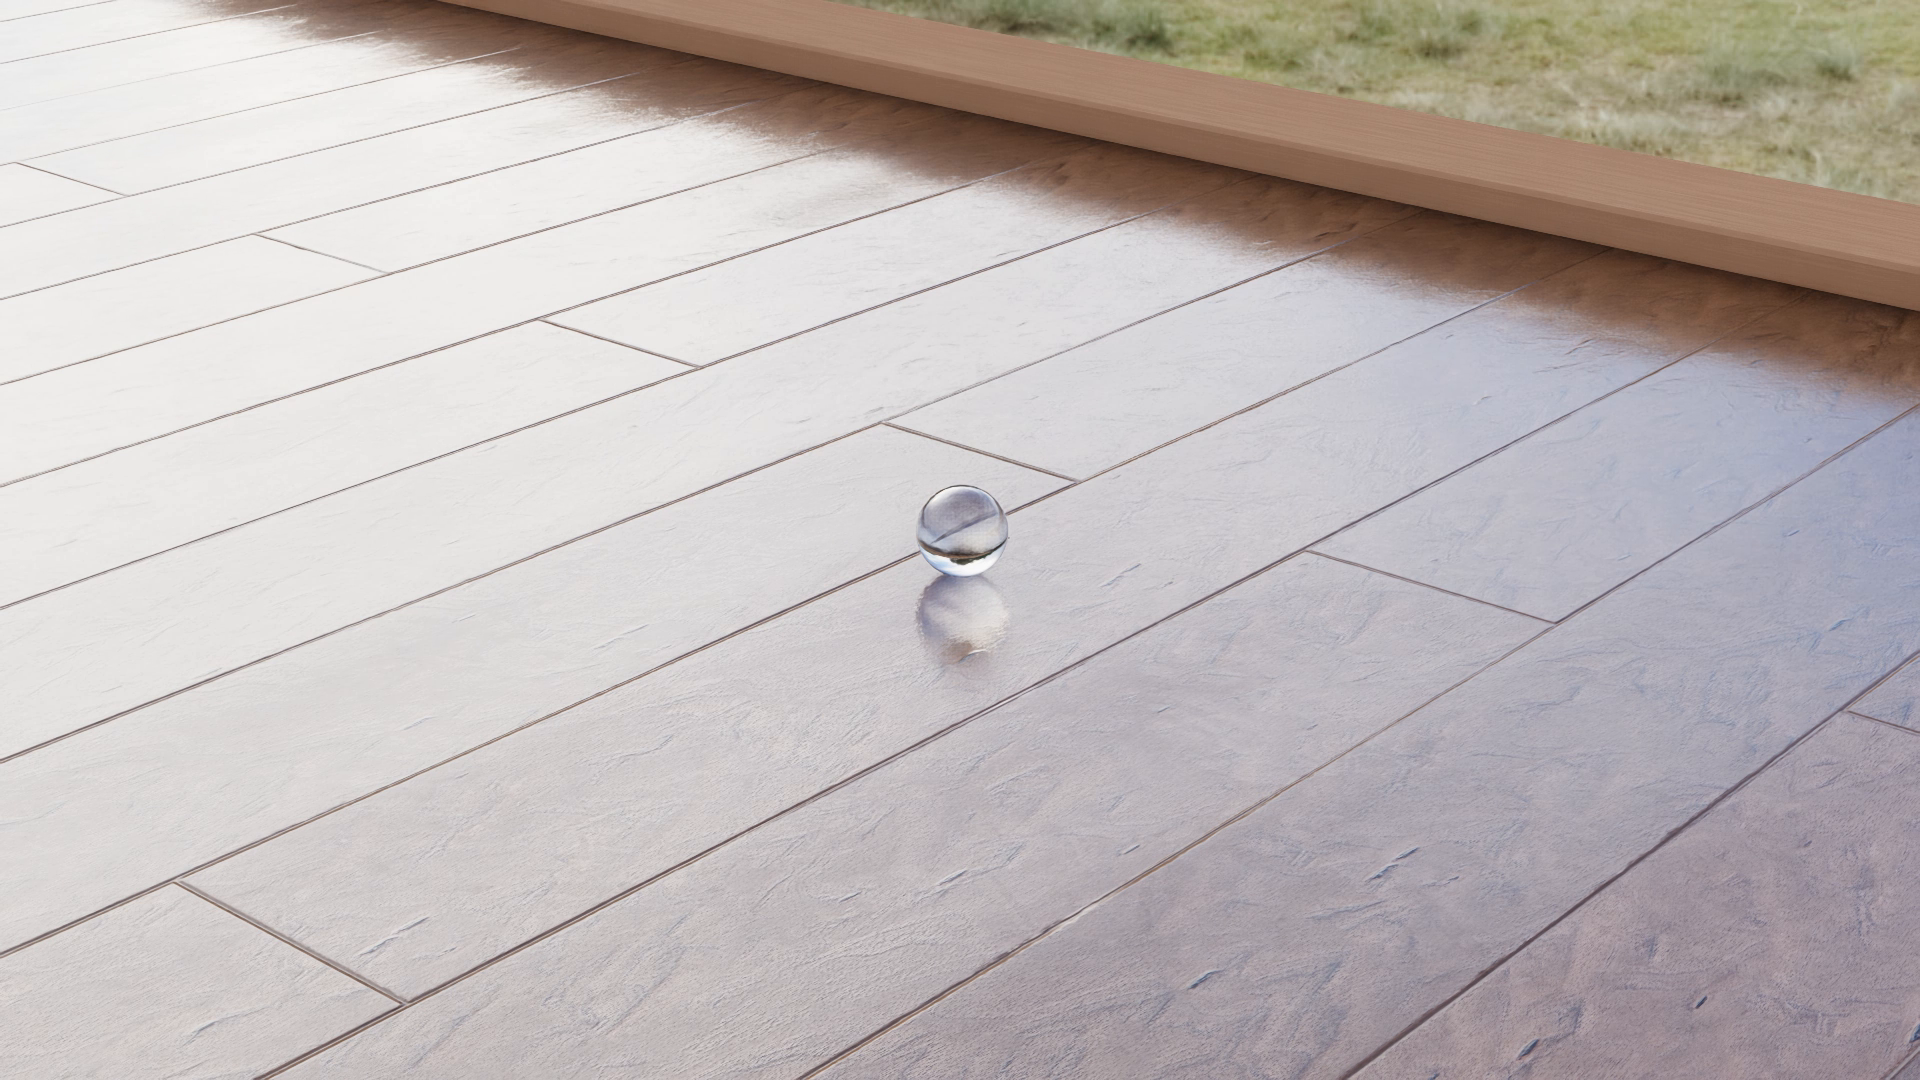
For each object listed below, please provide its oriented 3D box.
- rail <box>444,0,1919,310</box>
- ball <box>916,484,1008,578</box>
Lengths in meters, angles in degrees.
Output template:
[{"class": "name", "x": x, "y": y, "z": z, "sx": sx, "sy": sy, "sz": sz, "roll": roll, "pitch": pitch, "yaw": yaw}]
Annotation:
[{"class": "rail", "x": -0.043, "y": -0.646, "z": 4.017, "sx": 4.408, "sy": 0.114, "sz": 0.045, "roll": 18, "pitch": 28, "yaw": 37}, {"class": "ball", "x": 0.002, "y": -0.008, "z": 2.506, "sx": 0.079, "sy": 0.079, "sz": 0.079, "roll": 0, "pitch": 22, "yaw": 0}]
